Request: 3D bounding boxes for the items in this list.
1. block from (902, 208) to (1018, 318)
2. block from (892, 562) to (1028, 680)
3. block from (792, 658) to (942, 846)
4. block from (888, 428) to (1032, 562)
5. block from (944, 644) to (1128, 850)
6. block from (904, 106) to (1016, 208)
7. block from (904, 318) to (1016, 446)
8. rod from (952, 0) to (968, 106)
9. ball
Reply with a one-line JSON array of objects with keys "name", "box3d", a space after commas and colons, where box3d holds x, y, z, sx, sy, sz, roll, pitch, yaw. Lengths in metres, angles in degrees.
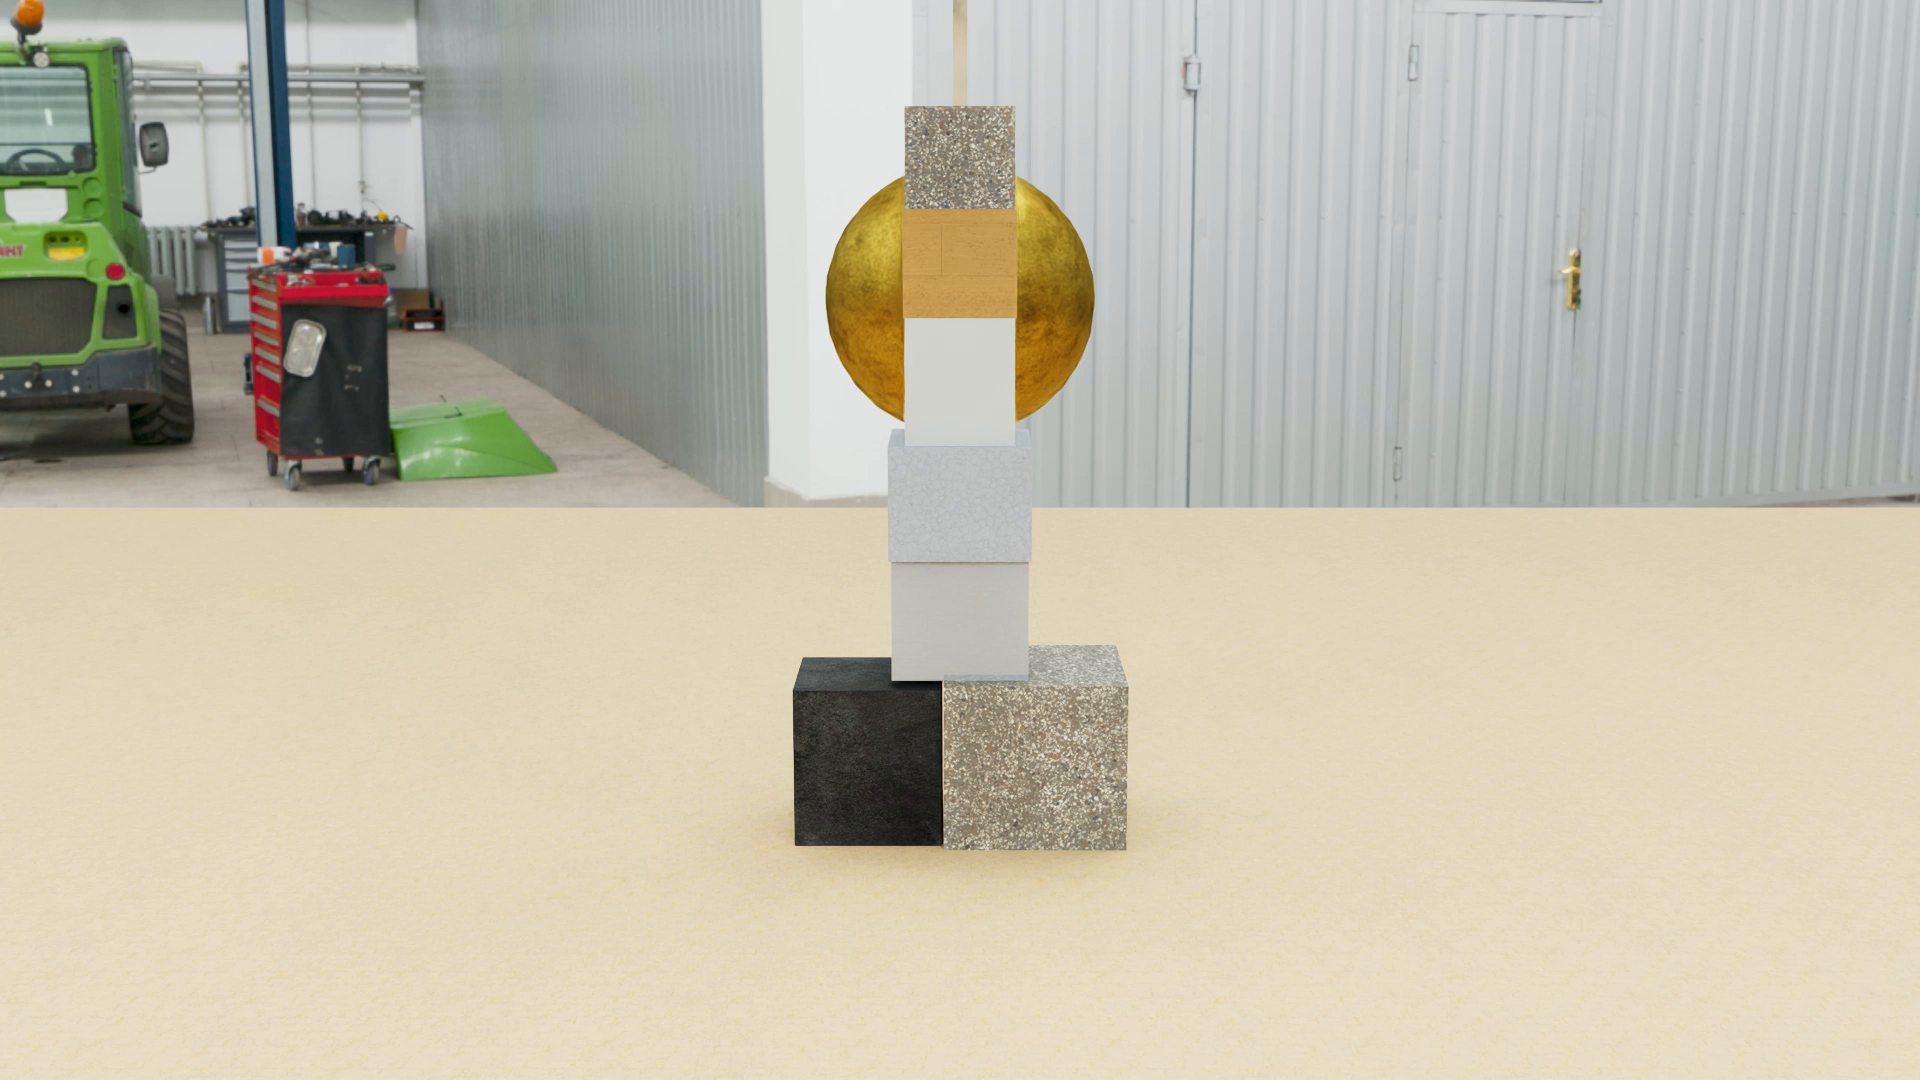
[{"name": "block", "box3d": [0.000, -1.386, 10.912, 0.555, 0.523, 0.564, 0, 10, 0]}, {"name": "block", "box3d": [0.000, 0.343, 11.251, 0.682, 0.612, 0.654, 0, 10, 0]}, {"name": "block", "box3d": [-0.463, 1.081, 11.370, 0.742, 0.805, 0.726, 0, 10, 0]}, {"name": "block", "box3d": [0.000, -0.236, 11.134, 0.707, 0.568, 0.711, 0, 10, 0]}, {"name": "block", "box3d": [0.376, 1.058, 11.389, 0.915, 0.844, 0.915, 0, 10, 0]}, {"name": "block", "box3d": [0.000, -1.887, 10.845, 0.535, 0.488, 0.487, 0, 10, 0]}, {"name": "block", "box3d": [0.000, -0.821, 11.020, 0.538, 0.626, 0.608, 0, 10, 0]}, {"name": "rod", "box3d": [0.000, -4.349, 11.303, 0.080, 5.200, 0.080, 0, 31, 0]}, {"name": "ball", "box3d": [0.000, -1.420, 13.030, 1.600, 1.600, 1.600, 0, 10, 0]}]
